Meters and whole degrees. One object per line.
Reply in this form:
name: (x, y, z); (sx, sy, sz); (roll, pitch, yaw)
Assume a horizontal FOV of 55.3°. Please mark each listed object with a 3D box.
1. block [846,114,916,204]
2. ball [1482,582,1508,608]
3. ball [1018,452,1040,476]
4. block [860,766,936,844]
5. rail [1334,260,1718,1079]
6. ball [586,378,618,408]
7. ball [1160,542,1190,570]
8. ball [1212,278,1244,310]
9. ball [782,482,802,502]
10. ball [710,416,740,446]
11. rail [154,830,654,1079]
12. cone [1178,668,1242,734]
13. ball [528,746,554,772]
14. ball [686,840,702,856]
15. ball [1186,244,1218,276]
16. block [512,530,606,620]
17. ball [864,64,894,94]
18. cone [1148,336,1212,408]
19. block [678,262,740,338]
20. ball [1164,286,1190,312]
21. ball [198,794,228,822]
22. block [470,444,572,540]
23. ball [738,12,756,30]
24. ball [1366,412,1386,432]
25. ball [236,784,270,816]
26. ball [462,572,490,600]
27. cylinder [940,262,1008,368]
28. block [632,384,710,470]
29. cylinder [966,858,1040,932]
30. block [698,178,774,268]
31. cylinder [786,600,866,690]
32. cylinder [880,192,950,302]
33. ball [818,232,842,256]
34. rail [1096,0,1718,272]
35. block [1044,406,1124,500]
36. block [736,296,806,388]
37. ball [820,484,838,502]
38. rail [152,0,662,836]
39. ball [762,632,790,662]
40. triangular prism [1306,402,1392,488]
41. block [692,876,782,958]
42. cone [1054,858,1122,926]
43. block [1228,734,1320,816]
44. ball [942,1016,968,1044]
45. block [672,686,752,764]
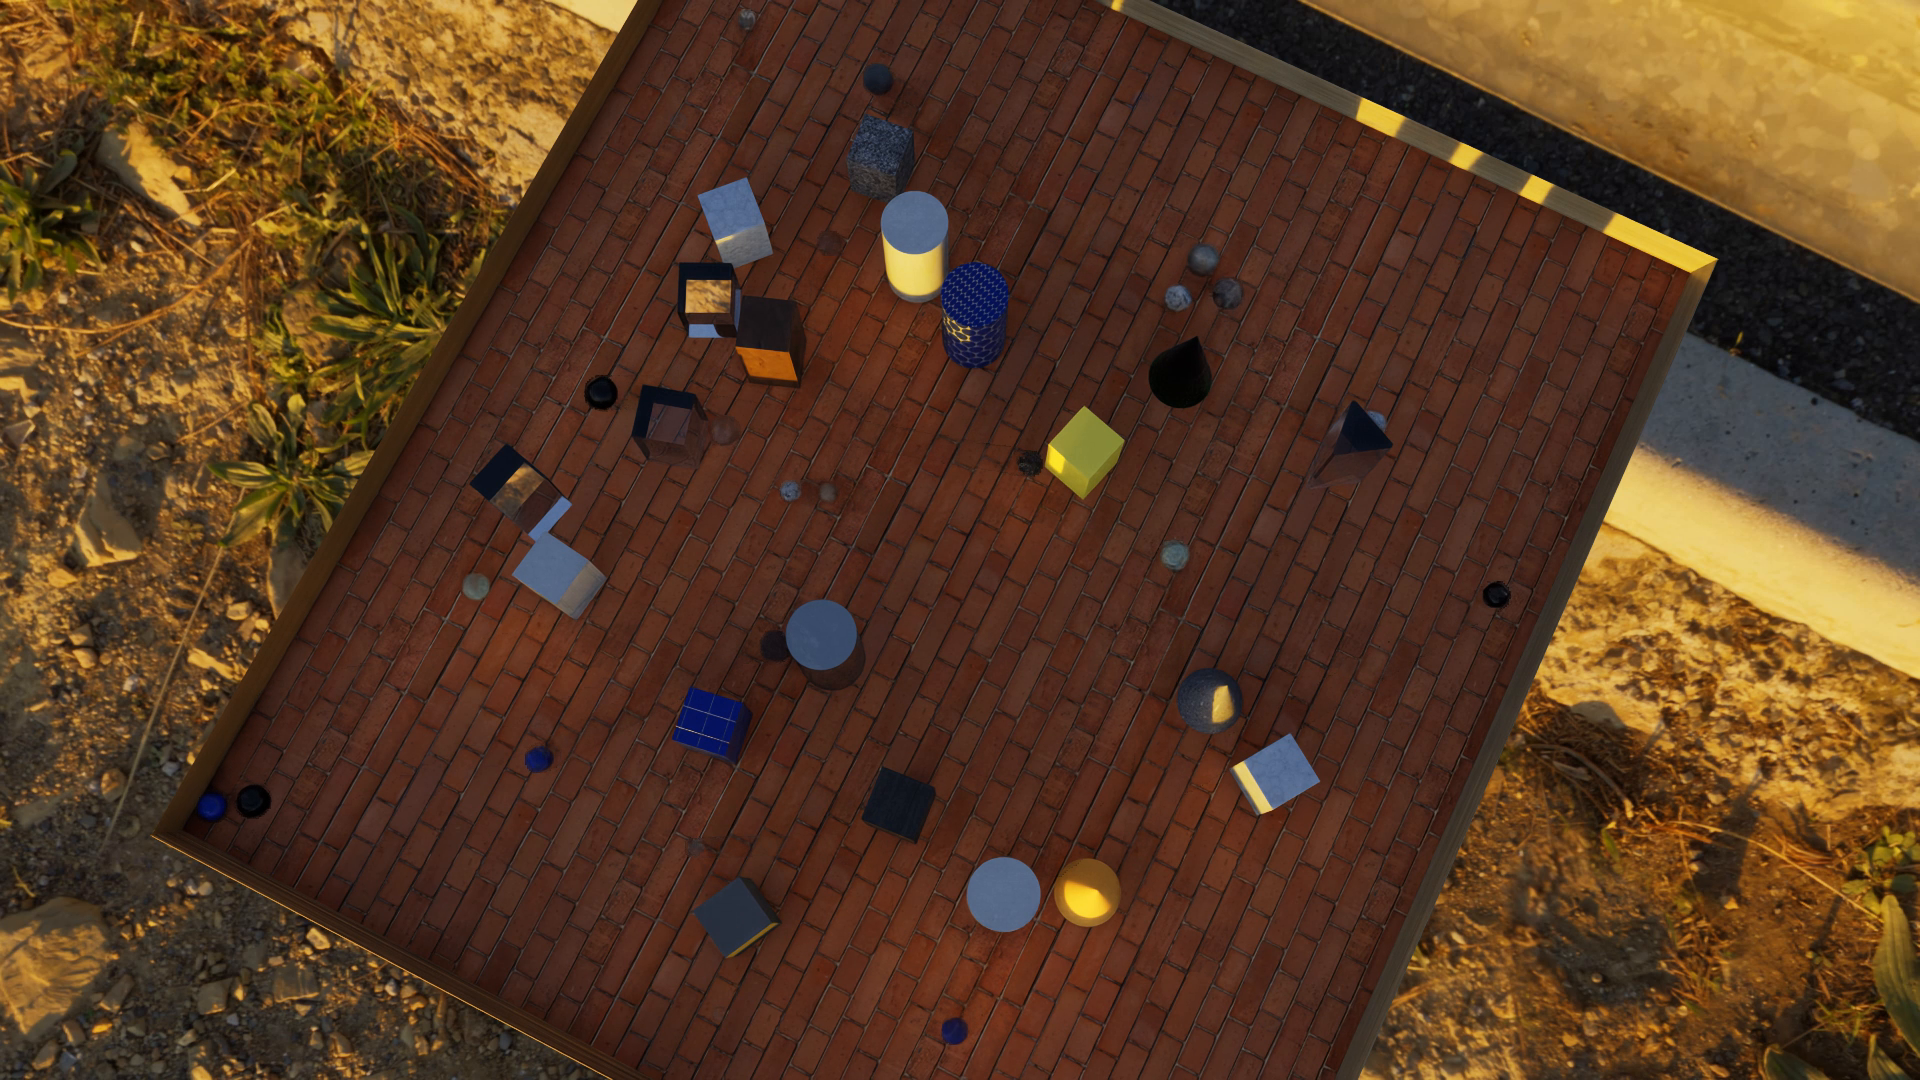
block: (-0.245, -1.186, 5.735); (0.159, 0.249, 0.159); (20, 79, 4)
ball: (1.620, 0.168, 5.543); (0.076, 0.076, 0.076); (0, 78, 0)
ball: (0.213, -0.233, 5.630); (0.070, 0.070, 0.070); (0, 78, 0)
block: (-0.174, 0.770, 5.295); (0.159, 0.318, 0.159); (21, 79, 4)
rail: (1.502, 0.742, 5.396); (0.045, 0.129, 3.673); (26, 80, 5)
ball: (-1.106, -0.453, 5.661); (0.097, 0.097, 0.097); (0, 78, 0)
ball: (0.651, 0.050, 5.562); (0.088, 0.088, 0.088); (0, 78, 0)
ball: (0.836, -0.767, 5.726); (0.096, 0.096, 0.096); (0, 78, 0)
ball: (-0.516, -0.149, 5.616); (0.061, 0.061, 0.061); (0, 78, 0)
ball: (-0.724, -0.335, 5.641); (0.088, 0.088, 0.088); (0, 78, 0)
rail: (-0.811, 1.595, 5.220); (3.406, 0.129, 0.045); (26, 80, 5)
cone: (0.752, 0.447, 5.337); (0.199, 0.366, 0.199); (0, 78, 0)
ball: (-1.247, 0.650, 5.444); (0.075, 0.075, 0.075); (0, 78, 0)
ball: (-0.782, 0.908, 5.405); (0.047, 0.047, 0.047); (0, 78, 0)
ball: (0.761, -0.876, 5.747); (0.099, 0.099, 0.099); (0, 78, 0)
block: (-1.186, 0.109, 5.445); (0.159, 0.291, 0.159); (33, 80, 6)
ball: (-0.260, -1.475, 5.874); (0.093, 0.093, 0.093); (0, 78, 0)
cone: (0.688, -0.549, 5.515); (0.199, 0.421, 0.199); (0, 78, 0)
block: (-0.771, -0.737, 5.646); (0.159, 0.240, 0.159); (0, 78, 0)
ball: (0.680, -0.753, 5.730); (0.083, 0.083, 0.083); (0, 78, 0)
ball: (-2.208, 0.789, 5.411); (0.083, 0.083, 0.083); (0, 78, 0)
block: (-1.304, -0.136, 5.463); (0.159, 0.357, 0.159); (39, 81, 7)
ball: (-0.691, -1.681, 5.935); (0.058, 0.058, 0.058); (0, 78, 0)
ball: (1.273, -0.359, 5.652); (0.077, 0.077, 0.077); (0, 78, 0)
ball: (-2.086, 0.770, 5.410); (0.093, 0.093, 0.093); (0, 78, 0)
ball: (-1.466, 0.139, 5.546); (0.082, 0.082, 0.082); (0, 78, 0)
cylinder: (0.044, -0.674, 5.547); (0.199, 0.411, 0.199); (0, 78, 0)
block: (-0.871, -0.337, 5.531); (0.159, 0.305, 0.159); (10, 78, 2)
cylinder: (0.118, 1.002, 5.165); (0.199, 0.478, 0.199); (0, 78, 0)
block: (-0.694, -0.977, 5.684); (0.159, 0.263, 0.159); (-21, 79, -4)
cylinder: (-0.385, 0.310, 5.313); (0.199, 0.468, 0.199); (0, 78, 0)
cylinder: (-0.133, -0.887, 5.583); (0.199, 0.426, 0.199); (0, 78, 0)
ball: (-0.409, -0.932, 5.773); (0.073, 0.073, 0.073); (0, 78, 0)
rail: (0.811, -1.581, 5.877); (3.406, 0.129, 0.045); (26, 80, 5)
block: (0.373, -0.260, 5.532); (0.159, 0.271, 0.159); (41, 81, 8)
block: (-0.569, -0.596, 5.550); (0.159, 0.372, 0.159); (6, 78, 1)
ball: (-0.399, -0.144, 5.618); (0.057, 0.057, 0.057); (0, 78, 0)
rail: (-1.502, -0.729, 5.701); (0.045, 0.129, 3.673); (26, 80, 5)
ball: (-0.551, 0.320, 5.503); (0.092, 0.092, 0.092); (0, 78, 0)
triangular prism: (1.141, -0.285, 5.457); (0.172, 0.428, 0.149); (-8, 78, -2)
block: (-0.633, 1.079, 5.241); (0.159, 0.298, 0.159); (-36, 81, -7)
cone: (0.376, 0.998, 5.205); (0.199, 0.402, 0.199); (0, 78, 0)
block: (0.911, 0.684, 5.330); (0.159, 0.283, 0.159); (-30, 80, -6)
ball: (-0.012, 1.414, 5.286); (0.075, 0.075, 0.075); (0, 78, 0)
block: (-0.721, 0.545, 5.362); (0.159, 0.278, 0.159); (17, 79, 3)
